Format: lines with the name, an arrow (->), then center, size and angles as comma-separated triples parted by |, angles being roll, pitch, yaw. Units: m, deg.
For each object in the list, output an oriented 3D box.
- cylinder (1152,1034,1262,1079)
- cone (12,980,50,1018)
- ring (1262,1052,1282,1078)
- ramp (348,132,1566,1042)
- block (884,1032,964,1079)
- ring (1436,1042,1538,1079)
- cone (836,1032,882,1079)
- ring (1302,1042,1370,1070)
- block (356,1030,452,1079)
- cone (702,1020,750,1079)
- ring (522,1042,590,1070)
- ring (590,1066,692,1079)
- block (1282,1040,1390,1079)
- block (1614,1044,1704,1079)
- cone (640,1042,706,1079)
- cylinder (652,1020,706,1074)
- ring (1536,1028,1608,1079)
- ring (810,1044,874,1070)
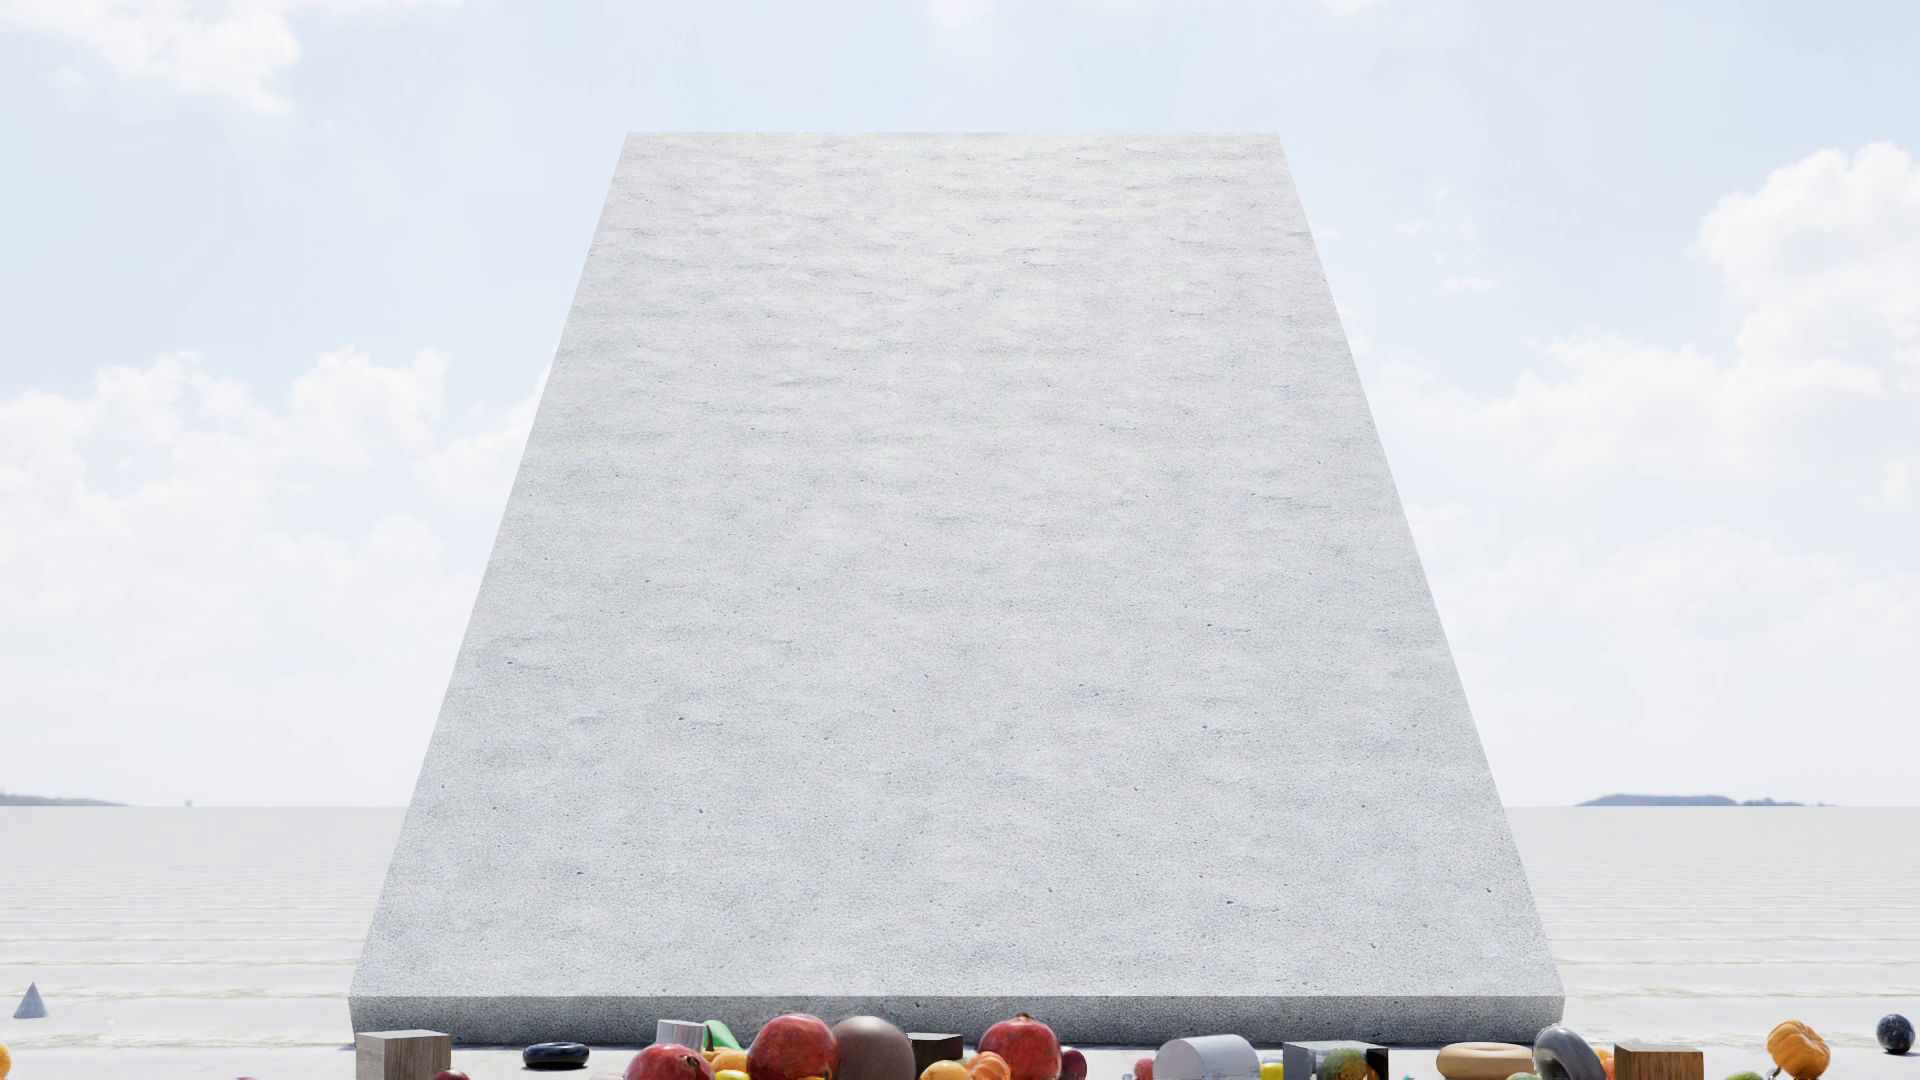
cylinder -> 0.316, 0.686, 3.093 | 0.098, 0.098, 0.098 | 5, -8, -39
cone -> -1.726, 0.853, 4.495 | 0.067, 0.067, 0.067 | 0, -6, 0
ring -> 0.488, 0.767, 3.528 | 0.093, 0.031, 0.093 | -1, -5, 0
ramp -> -0.013, -0.209, 5.722 | 2.000, 0.100, 4.000 | 0, 30, 0
block -> -0.049, 0.716, 3.287 | 0.081, 0.081, 0.081 | -3, -7, 25
ring -> 0.758, 0.752, 3.471 | 0.146, 0.049, 0.146 | 0, -5, 0
cone -> -0.135, 0.704, 3.223 | 0.092, 0.092, 0.092 | 0, -6, 0
ring -> 0.564, 0.777, 3.638 | 0.106, 0.035, 0.106 | 1, -6, 0
block -> -0.735, 0.699, 3.189 | 0.093, 0.093, 0.093 | 4, -8, -36
cone -> -0.327, 0.731, 3.425 | 0.088, 0.088, 0.088 | 1, -3, 45
ring -> -0.610, 0.779, 3.651 | 0.101, 0.034, 0.101 | -1, -7, 0
ring -> -0.417, 0.718, 3.153 | 0.146, 0.049, 0.146 | 0, -5, 0
block -> 0.466, 0.677, 2.999 | 0.098, 0.098, 0.098 | 2, -6, -17
block -> 0.880, 0.685, 3.042 | 0.090, 0.090, 0.090 | 0, -6, 3
cone -> -0.368, 0.733, 3.280 | 0.099, 0.099, 0.099 | -5, -34, 38
cylinder -> -0.370, 0.667, 3.178 | 0.063, 0.063, 0.063 | 7, -8, 1
ring -> 0.772, 0.674, 3.048 | 0.042, 0.126, 0.126 | -21, 0, -17
ring -> -0.178, 0.779, 3.642 | 0.095, 0.032, 0.095 | 1, -5, 0
